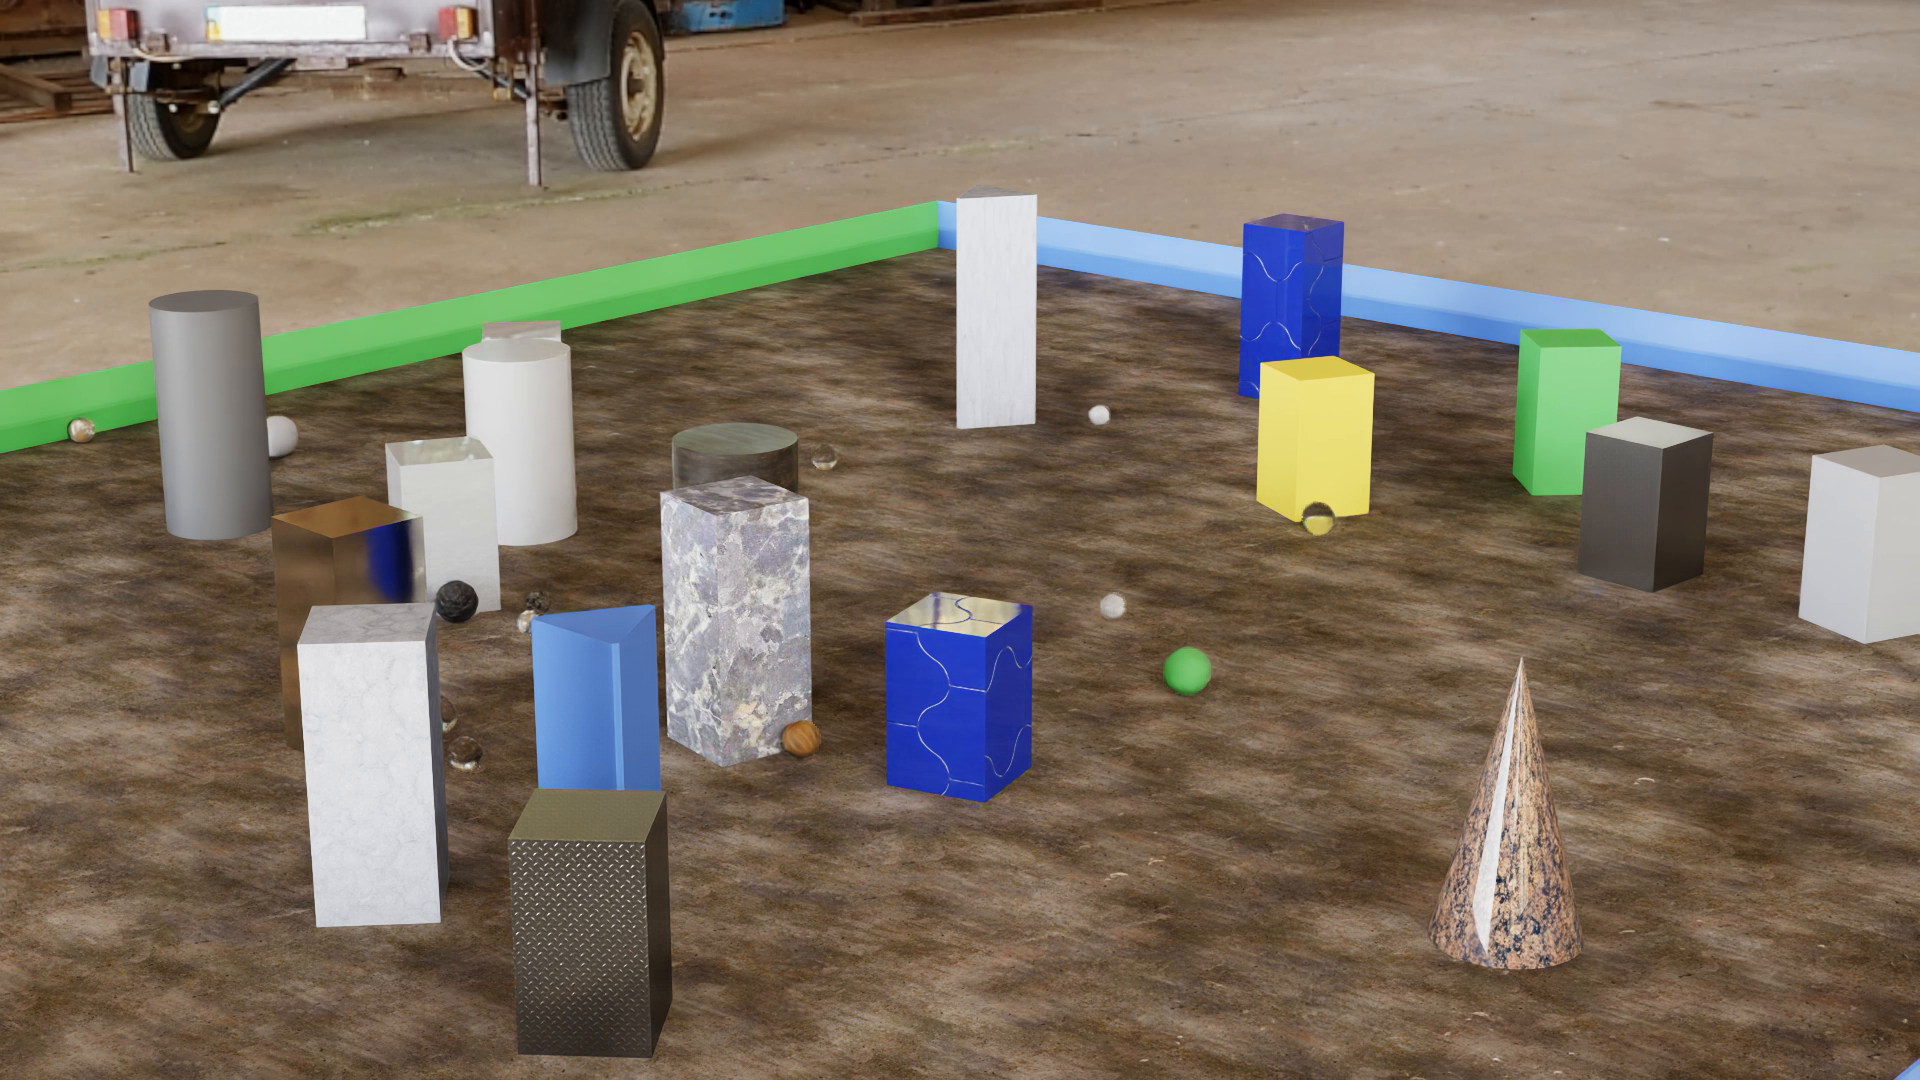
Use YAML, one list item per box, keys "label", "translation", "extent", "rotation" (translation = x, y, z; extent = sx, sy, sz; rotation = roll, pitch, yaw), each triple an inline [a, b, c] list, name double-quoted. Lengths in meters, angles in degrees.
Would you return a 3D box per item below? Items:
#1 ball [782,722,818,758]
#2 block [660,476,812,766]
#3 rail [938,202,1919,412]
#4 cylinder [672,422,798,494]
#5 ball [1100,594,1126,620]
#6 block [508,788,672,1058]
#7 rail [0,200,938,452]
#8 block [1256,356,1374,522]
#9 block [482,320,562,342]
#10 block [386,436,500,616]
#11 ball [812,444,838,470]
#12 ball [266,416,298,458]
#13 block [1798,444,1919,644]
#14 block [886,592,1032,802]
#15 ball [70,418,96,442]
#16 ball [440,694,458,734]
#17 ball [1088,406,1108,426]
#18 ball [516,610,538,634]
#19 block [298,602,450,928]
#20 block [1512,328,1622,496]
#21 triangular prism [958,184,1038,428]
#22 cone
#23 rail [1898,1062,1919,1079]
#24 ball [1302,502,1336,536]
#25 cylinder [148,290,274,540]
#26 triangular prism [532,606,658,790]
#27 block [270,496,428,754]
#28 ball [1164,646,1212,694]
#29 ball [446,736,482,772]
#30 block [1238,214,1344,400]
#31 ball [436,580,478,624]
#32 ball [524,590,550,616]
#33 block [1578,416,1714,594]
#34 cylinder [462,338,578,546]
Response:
- label: "ball"
  translation: [-0.239, 0.297, 4.375]
  extent: [0.054, 0.054, 0.054]
  rotation: [0, 17, 0]
- label: "block"
  translation: [-0.334, 0.119, 4.389]
  extent: [0.159, 0.387, 0.159]
  rotation: [-12, 20, -34]
- label: "rail"
  translation: [1.520, -0.473, 6.796]
  extent: [4.233, 0.129, 0.045]
  rotation: [14, 22, 39]
- label: "cylinder"
  translation: [-0.354, 0.030, 4.665]
  extent: [0.198, 0.397, 0.198]
  rotation: [0, 17, 0]
- label: "ball"
  translation: [0.260, 0.115, 4.997]
  extent: [0.043, 0.043, 0.043]
  rotation: [0, 17, 0]
- label: "block"
  translation: [-0.435, 0.453, 3.478]
  extent: [0.159, 0.273, 0.159]
  rotation: [1, 17, 3]
- label: "rail"
  translation: [-1.580, -0.364, 6.434]
  extent: [0.045, 0.129, 4.684]
  rotation: [14, 22, 39]
- label: "block"
  translation: [0.680, -0.196, 5.626]
  extent: [0.159, 0.275, 0.159]
  rotation: [-7, 18, -21]
- label: "block"
  translation: [-0.897, -0.309, 6.039]
  extent: [0.159, 0.254, 0.159]
  rotation: [-2, 17, -7]
- label: "block"
  translation: [-0.892, -0.023, 5.062]
  extent: [0.159, 0.271, 0.159]
  rotation: [-6, 18, -19]
- label: "ball"
  translation: [-0.272, -0.167, 5.915]
  extent: [0.053, 0.053, 0.053]
  rotation: [0, 17, 0]
- label: "ball"
  translation: [-1.399, -0.212, 6.006]
  extent: [0.086, 0.086, 0.086]
  rotation: [0, 17, 0]
- label: "block"
  translation: [1.541, 0.005, 4.941]
  extent: [0.159, 0.287, 0.159]
  rotation: [-8, 19, -25]
- label: "block"
  translation: [0.000, 0.226, 4.268]
  extent: [0.159, 0.251, 0.159]
  rotation: [8, 19, 25]
- label: "ball"
  translation: [-1.833, -0.229, 6.123]
  extent: [0.053, 0.053, 0.053]
  rotation: [0, 17, 0]
- label: "ball"
  translation: [-0.796, 0.266, 4.464]
  extent: [0.062, 0.062, 0.062]
  rotation: [0, 17, 0]
- label: "ball"
  translation: [0.296, -0.266, 6.264]
  extent: [0.043, 0.043, 0.043]
  rotation: [0, 17, 0]
- label: "ball"
  translation: [-0.723, 0.139, 4.922]
  extent: [0.041, 0.041, 0.041]
  rotation: [0, 17, 0]
- label: "block"
  translation: [-0.760, 0.291, 3.819]
  extent: [0.159, 0.385, 0.159]
  rotation: [-1, 17, -5]
- label: "block"
  translation: [1.195, -0.253, 5.781]
  extent: [0.159, 0.297, 0.159]
  rotation: [-1, 17, -3]
- label: "triangular prism"
  translation: [0.059, -0.501, 6.260]
  extent: [0.172, 0.494, 0.149]
  rotation: [-5, 17, -15]
- label: "cone"
  translation: [0.701, 0.326, 3.710]
  extent: [0.198, 0.381, 0.198]
  rotation: [0, 17, 0]
- label: "rail"
  translation: [1.580, 0.428, 3.806]
  extent: [0.045, 0.129, 4.684]
  rotation: [14, 22, 39]
- label: "ball"
  translation: [0.670, -0.040, 5.479]
  extent: [0.063, 0.063, 0.063]
  rotation: [0, 17, 0]
- label: "cylinder"
  translation: [-1.399, -0.236, 5.487]
  extent: [0.198, 0.432, 0.198]
  rotation: [0, 17, 0]
- label: "triangular prism"
  translation: [-0.479, 0.251, 4.101]
  extent: [0.172, 0.300, 0.149]
  rotation: [14, 22, 39]
- label: "block"
  translation: [-0.904, 0.138, 4.372]
  extent: [0.159, 0.360, 0.159]
  rotation: [16, 23, 42]
- label: "ball"
  translation: [0.360, 0.207, 4.637]
  extent: [0.075, 0.075, 0.075]
  rotation: [0, 17, 0]
- label: "ball"
  translation: [-0.730, 0.316, 4.316]
  extent: [0.052, 0.052, 0.052]
  rotation: [0, 17, 0]
- label: "block"
  translation: [0.732, -0.510, 6.477]
  extent: [0.159, 0.387, 0.159]
  rotation: [13, 21, 37]
- label: "ball"
  translation: [-0.855, 0.105, 4.980]
  extent: [0.072, 0.072, 0.072]
  rotation: [0, 17, 0]
- label: "ball"
  translation: [-0.724, 0.108, 5.019]
  extent: [0.044, 0.044, 0.044]
  rotation: [0, 17, 0]
- label: "block"
  translation: [1.218, -0.065, 5.213]
  extent: [0.159, 0.262, 0.159]
  rotation: [-15, 23, -42]
- label: "cylinder"
  translation: [-0.819, -0.184, 5.464]
  extent: [0.198, 0.347, 0.198]
  rotation: [0, 17, 0]
